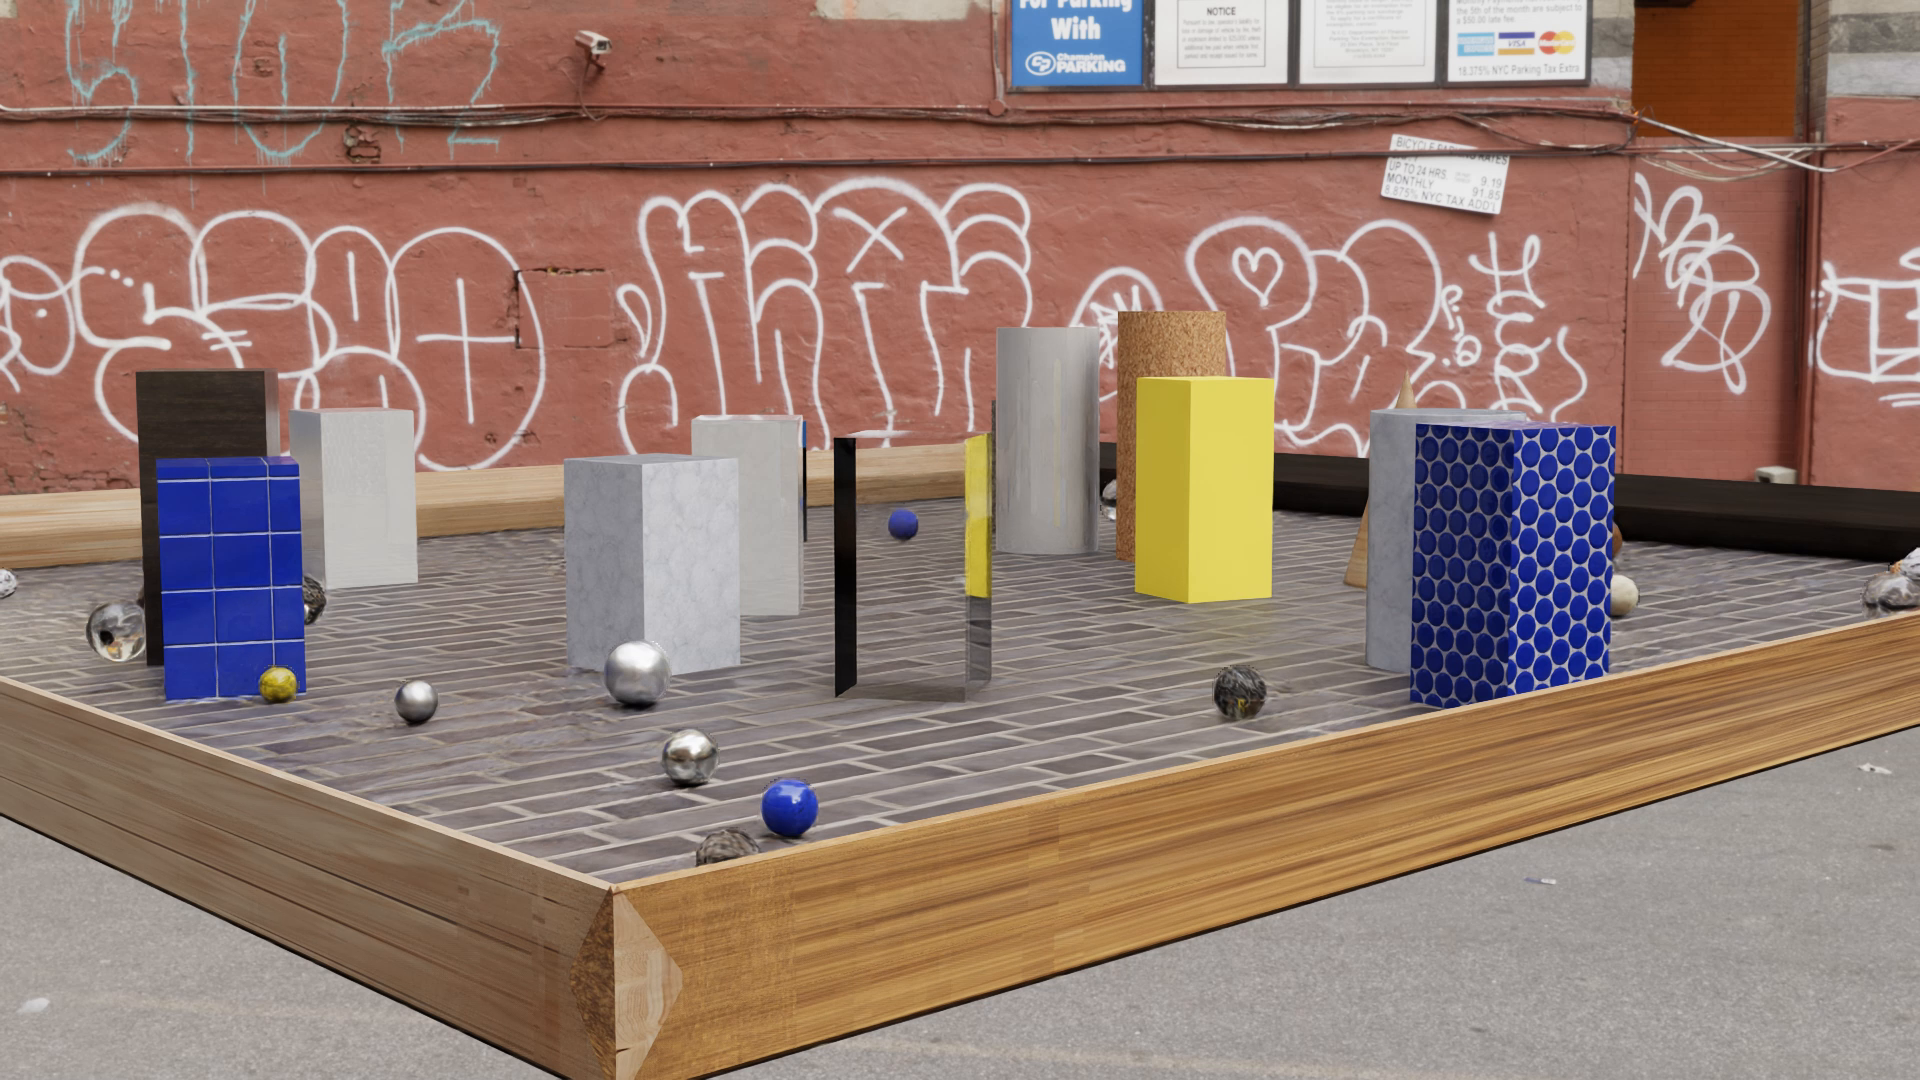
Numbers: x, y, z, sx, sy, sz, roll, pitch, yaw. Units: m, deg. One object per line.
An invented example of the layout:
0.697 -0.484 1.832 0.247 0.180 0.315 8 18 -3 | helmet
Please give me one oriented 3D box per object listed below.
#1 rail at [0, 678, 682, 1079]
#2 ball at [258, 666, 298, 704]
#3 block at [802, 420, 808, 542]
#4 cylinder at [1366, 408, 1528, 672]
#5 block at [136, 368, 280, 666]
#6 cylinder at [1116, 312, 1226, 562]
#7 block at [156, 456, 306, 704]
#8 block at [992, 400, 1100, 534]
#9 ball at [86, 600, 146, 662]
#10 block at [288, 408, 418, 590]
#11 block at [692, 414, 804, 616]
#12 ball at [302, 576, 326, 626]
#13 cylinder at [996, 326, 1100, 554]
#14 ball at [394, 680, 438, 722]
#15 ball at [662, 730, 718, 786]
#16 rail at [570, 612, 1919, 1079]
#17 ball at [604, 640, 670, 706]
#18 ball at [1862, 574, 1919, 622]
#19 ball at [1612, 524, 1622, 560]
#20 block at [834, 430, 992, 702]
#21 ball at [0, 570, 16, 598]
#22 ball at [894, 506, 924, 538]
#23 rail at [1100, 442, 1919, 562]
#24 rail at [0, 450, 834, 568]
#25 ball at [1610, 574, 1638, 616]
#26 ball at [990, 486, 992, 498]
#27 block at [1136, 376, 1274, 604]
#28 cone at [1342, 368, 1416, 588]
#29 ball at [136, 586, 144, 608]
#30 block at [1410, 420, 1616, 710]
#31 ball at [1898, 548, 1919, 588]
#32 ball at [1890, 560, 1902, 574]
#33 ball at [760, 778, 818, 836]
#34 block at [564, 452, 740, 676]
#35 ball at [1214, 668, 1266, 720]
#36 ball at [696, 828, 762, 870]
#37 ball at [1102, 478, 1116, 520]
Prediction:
-1.142 0.143 2.284 0.045 0.124 2.853 -6 8 -42 | rail
-0.770 0.164 2.482 0.042 0.042 0.042 0 6 0 | ball
-0.392 -0.108 4.158 0.153 0.231 0.153 2 6 21 | block
0.607 -0.002 2.753 0.191 0.316 0.191 0 6 0 | cylinder
-0.956 -0.035 2.819 0.153 0.367 0.153 -1 6 -11 | block
0.374 -0.186 3.905 0.191 0.439 0.191 0 6 0 | cylinder
-0.853 0.042 2.569 0.153 0.267 0.153 -2 6 -20 | block
0.170 -0.146 4.363 0.153 0.264 0.153 5 8 41 | block
-1.064 0.114 2.783 0.078 0.078 0.078 0 6 0 | ball
-0.990 -0.072 3.586 0.153 0.280 0.153 -4 7 -35 | block
-0.313 -0.040 3.260 0.153 0.284 0.153 0 6 -1 | block
-0.927 0.085 3.082 0.073 0.073 0.073 0 6 0 | ball
0.162 -0.187 4.063 0.191 0.409 0.191 0 6 0 | cylinder
-0.585 0.174 2.368 0.045 0.045 0.045 0 6 0 | ball
-0.253 0.204 2.056 0.052 0.052 0.052 0 6 0 | ball
0.951 0.140 2.307 3.156 0.124 0.045 -6 8 -42 | rail
-0.362 0.150 2.466 0.074 0.074 0.074 0 6 0 | ball
1.295 0.086 3.054 0.078 0.078 0.078 0 6 0 | ball
1.102 0.002 3.809 0.087 0.087 0.087 0 6 0 | ball
-0.053 0.026 2.564 0.153 0.299 0.153 1 6 12 | block
-1.474 0.068 3.380 0.045 0.045 0.045 0 6 0 | ball
-0.098 -0.034 4.279 0.060 0.060 0.060 0 6 0 | ball
1.142 -0.078 4.380 0.045 0.124 2.853 -6 8 -42 | rail
-0.951 -0.076 4.357 3.156 0.124 0.045 -6 8 -42 | rail
0.954 0.080 3.191 0.059 0.059 0.059 0 6 0 | ball
0.099 -0.110 4.972 0.065 0.065 0.065 0 6 0 | ball
0.379 -0.082 3.415 0.153 0.337 0.153 -3 7 -27 | block
0.716 -0.102 3.542 0.191 0.349 0.191 0 6 0 | cone
-1.104 0.087 3.057 0.076 0.076 0.076 0 6 0 | ball
0.617 0.029 2.461 0.153 0.315 0.153 -4 7 -30 | block
1.459 0.053 3.302 0.091 0.091 0.091 0 6 0 | ball
1.511 0.054 3.517 0.045 0.045 0.045 0 6 0 | ball
-0.144 0.226 1.859 0.049 0.049 0.049 0 6 0 | ball
-0.383 0.028 2.740 0.153 0.259 0.153 6 8 42 | block
0.304 0.167 2.385 0.057 0.057 0.057 0 6 0 | ball
-0.176 0.245 1.671 0.051 0.051 0.051 0 6 0 | ball
0.341 -0.084 4.594 0.093 0.093 0.093 0 6 0 | ball
